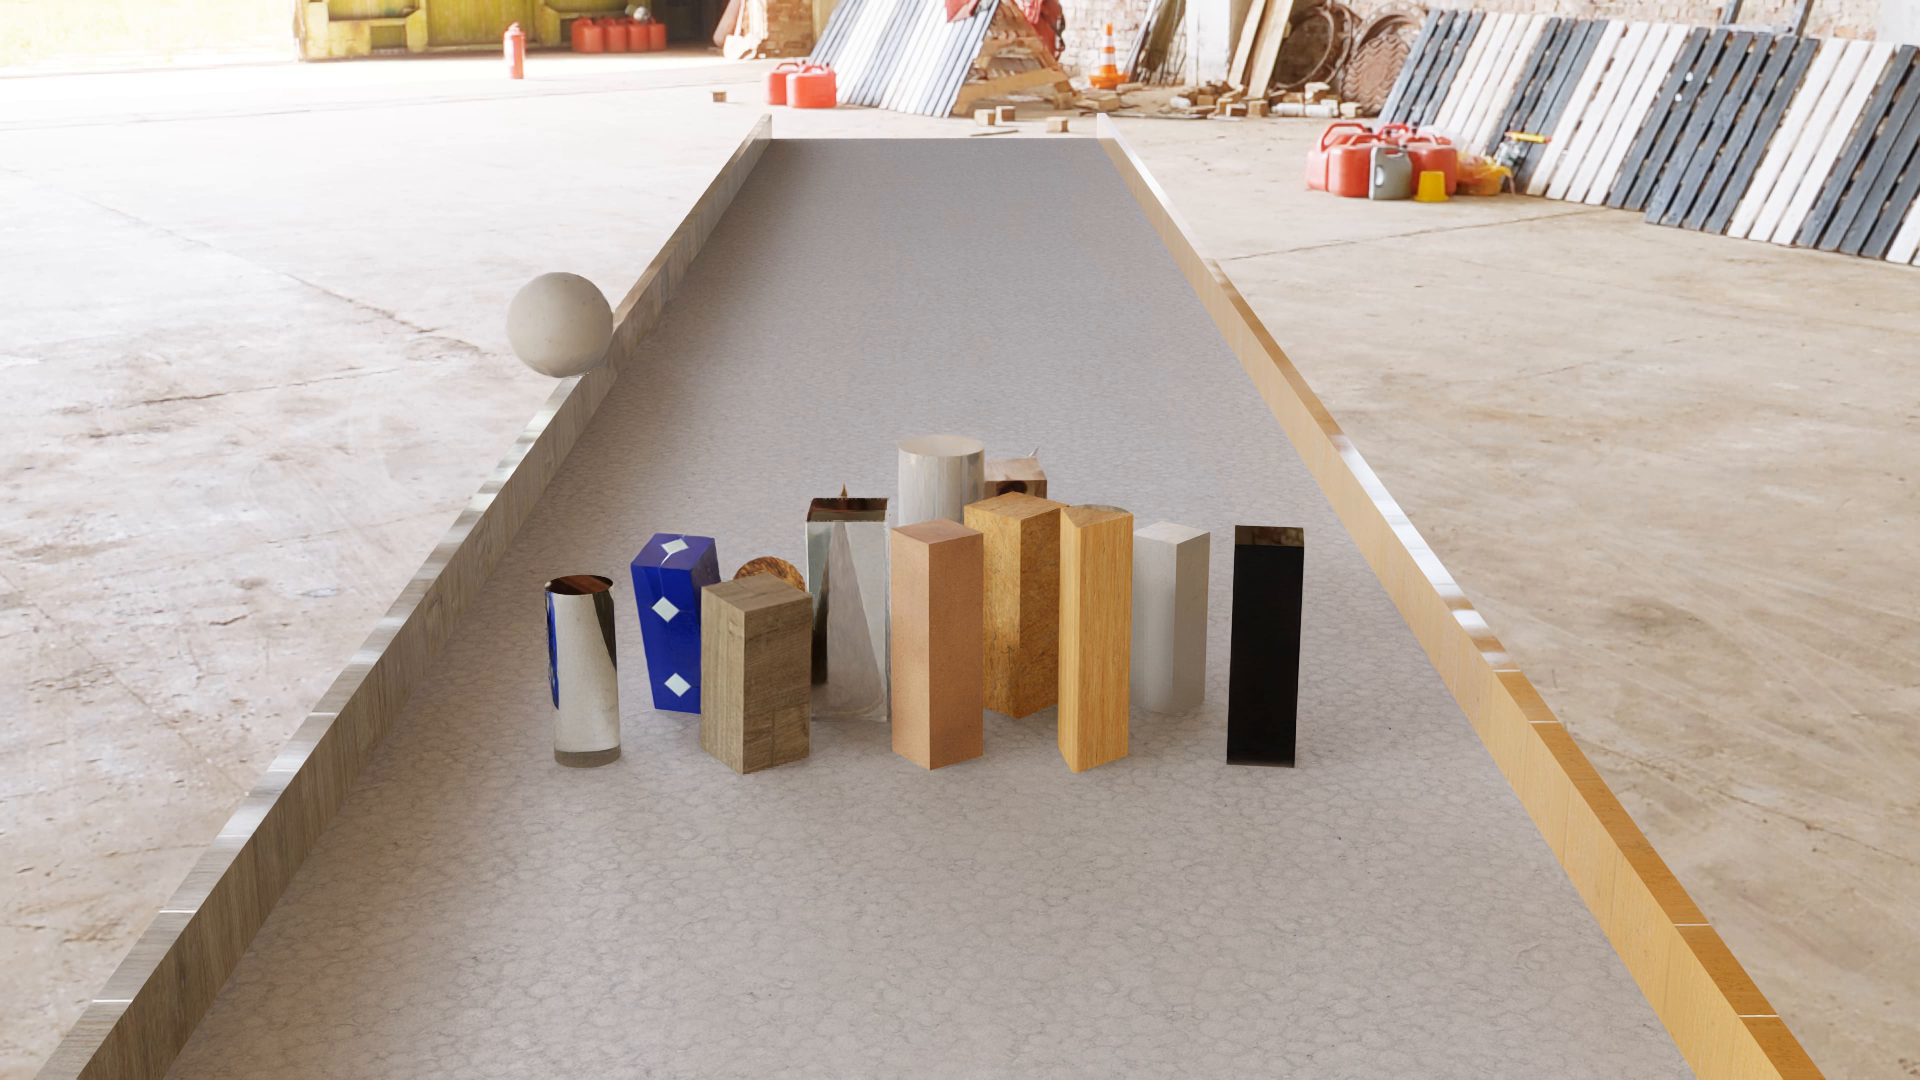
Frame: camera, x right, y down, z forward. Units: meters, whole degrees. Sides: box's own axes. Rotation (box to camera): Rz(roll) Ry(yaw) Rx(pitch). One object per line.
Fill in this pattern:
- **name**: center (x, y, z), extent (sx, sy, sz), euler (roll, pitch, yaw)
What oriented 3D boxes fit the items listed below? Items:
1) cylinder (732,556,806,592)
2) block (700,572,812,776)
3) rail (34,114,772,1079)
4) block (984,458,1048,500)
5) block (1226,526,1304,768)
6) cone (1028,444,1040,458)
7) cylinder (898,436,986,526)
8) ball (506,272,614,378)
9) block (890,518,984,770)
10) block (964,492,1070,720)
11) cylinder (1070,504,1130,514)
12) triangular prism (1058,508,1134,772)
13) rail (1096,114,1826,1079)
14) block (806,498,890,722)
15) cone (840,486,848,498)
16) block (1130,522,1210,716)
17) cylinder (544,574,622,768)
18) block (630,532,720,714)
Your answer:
- **cylinder**: center (-0.355, 0.148, 4.164), extent (0.139, 0.139, 0.391), euler (-1, -15, -2)
- **block**: center (-0.360, 0.235, 3.879), extent (0.140, 0.309, 0.140), euler (-12, 25, -36)
- **rail**: center (-1.118, -0.838, 7.780), extent (0.050, 0.150, 12.000), euler (0, 17, -1)
- **block**: center (0.085, 0.010, 4.622), extent (0.173, 0.325, 0.173), euler (-2, 17, -5)
- **block**: center (0.538, 0.188, 3.881), extent (0.119, 0.407, 0.119), euler (2, 17, 7)
- **cone**: center (0.086, -0.059, 4.766), extent (0.133, 0.355, 0.133), euler (28, 14, -7)
- **cylinder**: center (-0.038, 0.024, 4.376), extent (0.170, 0.437, 0.170), euler (0, 17, 0)
- **ball**: center (-0.709, -0.382, 3.900), extent (0.188, 0.188, 0.188), euler (0, 17, 0)
- **block**: center (-0.040, 0.183, 3.883), extent (0.117, 0.415, 0.117), euler (-12, 20, -34)
- **block**: center (0.106, 0.121, 4.142), extent (0.139, 0.387, 0.139), euler (15, 22, 40)
- **cylinder**: center (0.263, 0.094, 4.383), extent (0.149, 0.301, 0.149), euler (0, 17, 0)
- **triangular prism**: center (0.215, 0.169, 3.873), extent (0.130, 0.447, 0.113), euler (-13, 21, -38)
- **rail**: center (0.932, -0.844, 7.801), extent (0.050, 0.150, 12.000), euler (0, 17, -1)
- **block**: center (-0.205, 0.130, 4.092), extent (0.141, 0.392, 0.141), euler (0, 19, 2)
- **cone**: center (-0.221, 0.076, 4.213), extent (0.165, 0.411, 0.165), euler (1, 25, 0)
- **block**: center (0.390, 0.147, 4.145), extent (0.110, 0.335, 0.110), euler (14, 21, 38)
- **cylinder**: center (-0.665, 0.232, 3.886), extent (0.118, 0.320, 0.118), euler (0, 17, 0)
- **block**: center (-0.515, 0.157, 4.107), extent (0.118, 0.318, 0.118), euler (5, 31, 16)
